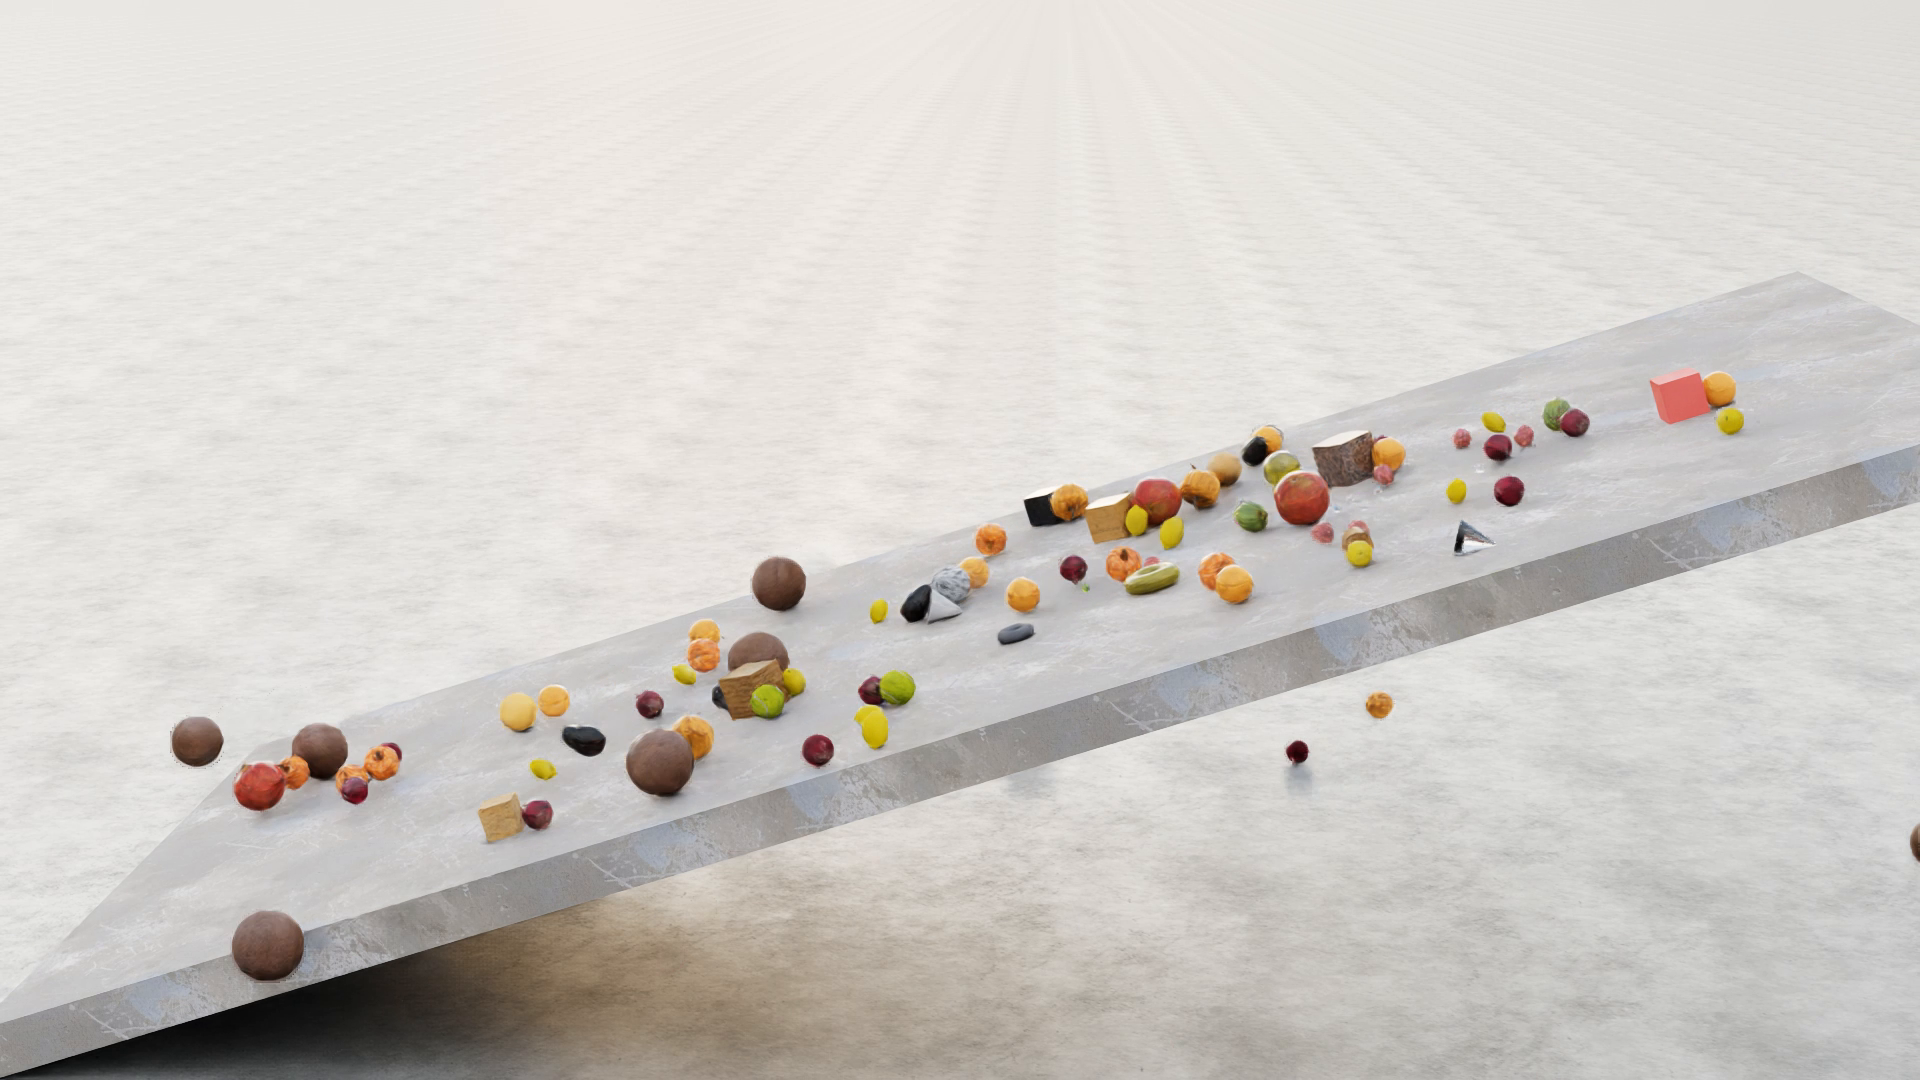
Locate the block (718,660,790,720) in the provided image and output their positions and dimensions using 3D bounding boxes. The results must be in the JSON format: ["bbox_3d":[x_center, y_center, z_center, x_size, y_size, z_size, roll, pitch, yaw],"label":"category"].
[{"bbox_3d":[-0.421,0.307,6.026,0.090,0.090,0.090,-10,13,39],"label":"block"}]

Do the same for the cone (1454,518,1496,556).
[{"bbox_3d":[0.956,0.001,5.432,0.072,0.072,0.072,13,14,14],"label":"cone"}]

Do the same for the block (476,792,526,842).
[{"bbox_3d":[-0.886,0.535,5.689,0.067,0.067,0.067,-17,10,4],"label":"block"}]

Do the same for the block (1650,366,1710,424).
[{"bbox_3d":[1.459,-0.293,5.963,0.085,0.085,0.085,-18,10,3],"label":"block"}]

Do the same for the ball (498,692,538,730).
[{"bbox_3d":[-0.991,0.385,6.599,0.086,0.086,0.086,0,11,0],"label":"ball"}]

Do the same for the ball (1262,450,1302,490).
[{"bbox_3d":[0.713,-0.155,6.511,0.086,0.086,0.086,0,11,0],"label":"ball"}]

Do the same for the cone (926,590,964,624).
[{"bbox_3d":[-0.027,0.148,6.332,0.078,0.078,0.078,8,11,-4],"label":"cone"}]

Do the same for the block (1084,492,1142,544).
[{"bbox_3d":[0.342,-0.048,6.597,0.082,0.082,0.082,-11,13,34],"label":"block"}]

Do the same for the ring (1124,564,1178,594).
[{"bbox_3d":[0.389,0.079,5.975,0.117,0.039,0.117,-19,9,3],"label":"ring"}]

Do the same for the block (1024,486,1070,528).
[{"bbox_3d":[0.207,-0.080,7.019,0.072,0.072,0.072,-11,13,35],"label":"block"}]

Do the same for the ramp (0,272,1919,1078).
[{"bbox_3d":[0.100,0.183,6.311,4.000,0.100,2.000,-17,10,5],"label":"ramp"}]

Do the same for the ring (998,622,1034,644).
[{"bbox_3d":[0.112,0.187,5.919,0.077,0.026,0.077,-16,10,3],"label":"ring"}]

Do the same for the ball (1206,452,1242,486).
[{"bbox_3d":[0.606,-0.163,6.748,0.081,0.081,0.081,0,11,0],"label":"ball"}]

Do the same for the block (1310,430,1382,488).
[{"bbox_3d":[0.839,-0.175,6.379,0.094,0.094,0.094,-24,12,-30],"label":"block"}]

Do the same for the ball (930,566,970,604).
[{"bbox_3d":[-0.020,0.099,6.431,0.088,0.088,0.088,0,11,0],"label":"ball"}]
